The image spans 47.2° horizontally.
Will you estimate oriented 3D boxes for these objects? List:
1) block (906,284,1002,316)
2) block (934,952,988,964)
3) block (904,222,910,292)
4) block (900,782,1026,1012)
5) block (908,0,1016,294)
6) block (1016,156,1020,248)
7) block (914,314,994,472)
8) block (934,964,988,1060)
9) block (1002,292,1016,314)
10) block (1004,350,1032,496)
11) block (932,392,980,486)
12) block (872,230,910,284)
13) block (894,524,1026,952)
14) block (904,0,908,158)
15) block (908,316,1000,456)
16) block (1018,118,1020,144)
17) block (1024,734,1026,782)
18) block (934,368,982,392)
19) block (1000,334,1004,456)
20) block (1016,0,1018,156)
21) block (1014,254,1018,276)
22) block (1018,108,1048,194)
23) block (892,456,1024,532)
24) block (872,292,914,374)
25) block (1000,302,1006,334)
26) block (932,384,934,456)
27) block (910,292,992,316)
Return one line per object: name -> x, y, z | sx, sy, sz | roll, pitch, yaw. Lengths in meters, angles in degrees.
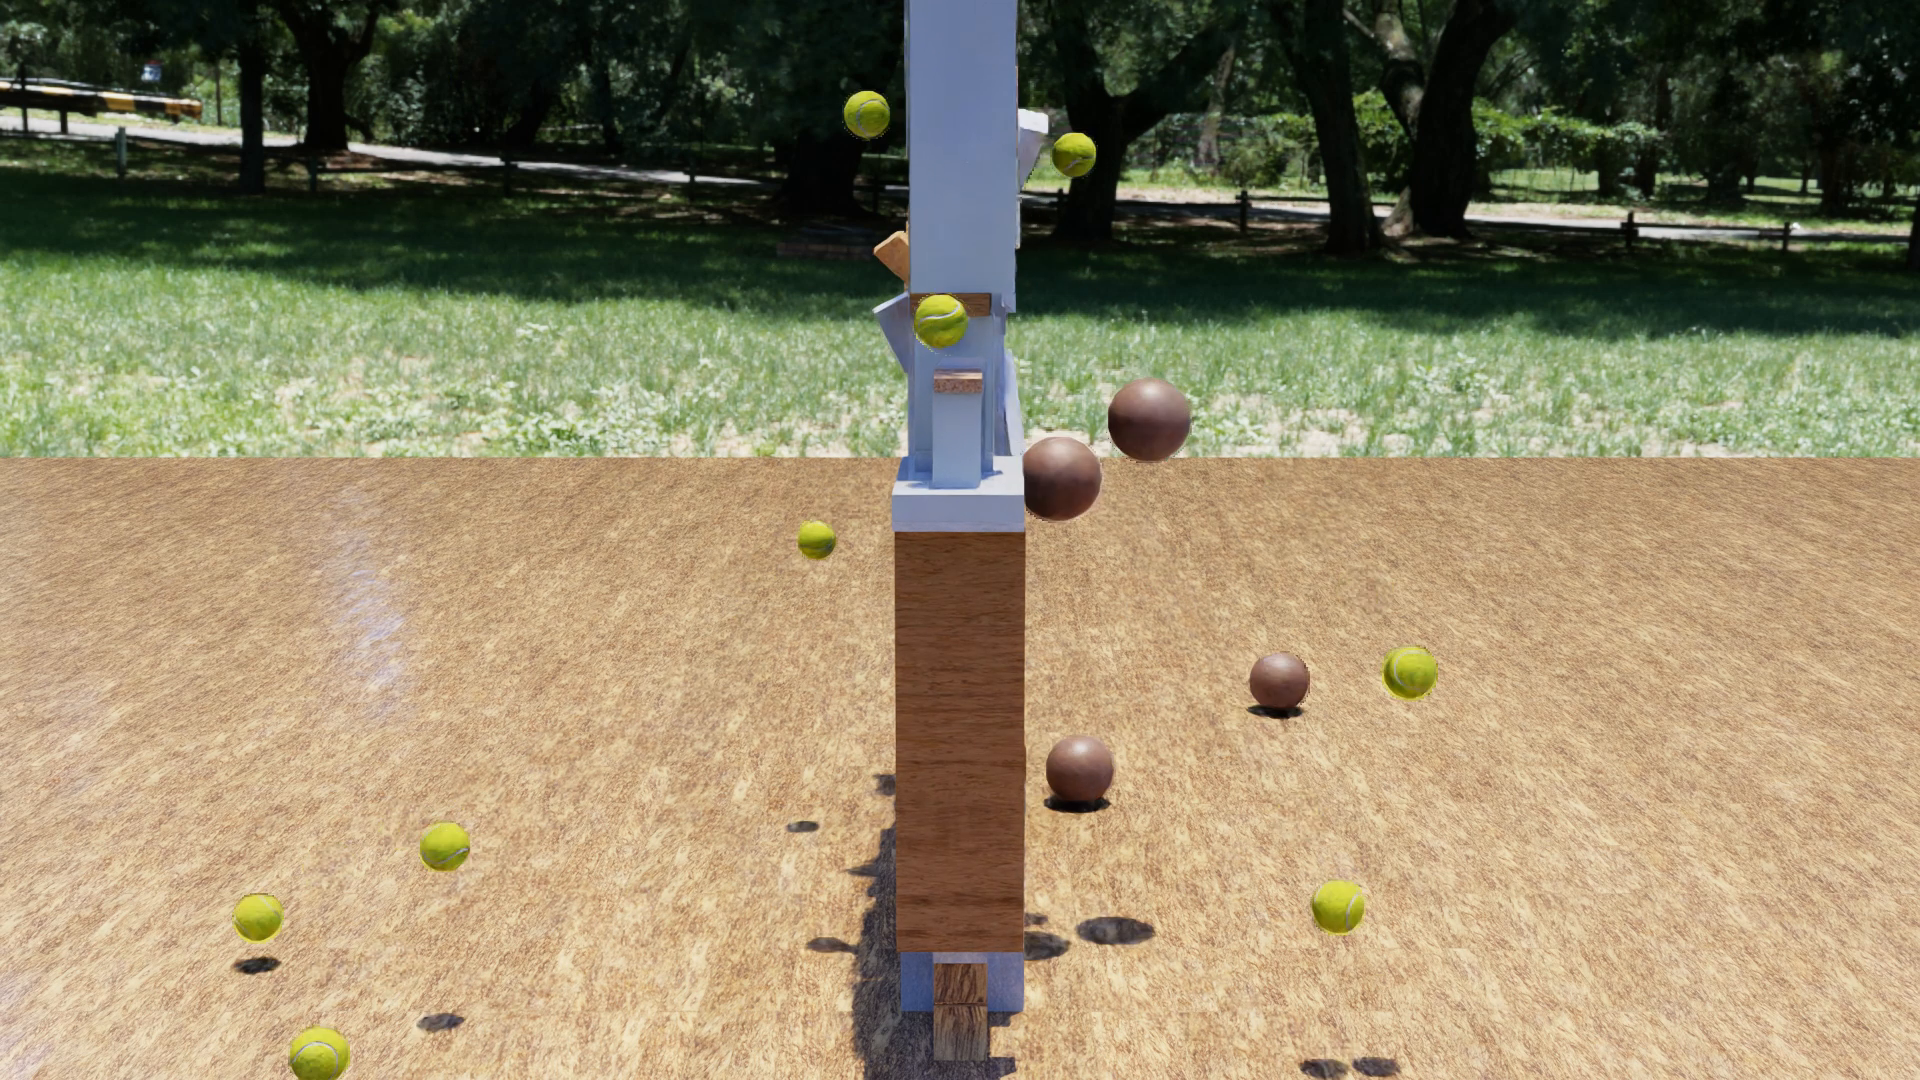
block -> -0.008, -0.383, 3.454 | 0.143, 0.041, 0.286 | 0, 10, 0
block -> 0.000, 0.548, 3.040 | 0.073, 0.021, 0.146 | 0, 11, 0
block -> -0.033, -0.579, 4.109 | 0.131, 0.262, 0.037 | 2, -3, 4
block -> 0.004, 0.502, 3.170 | 0.178, 0.355, 0.050 | 0, 11, 0
block -> 0.002, -0.556, 2.917 | 0.140, 0.453, 0.040 | -1, 10, -4
block -> 0.010, -0.635, 3.339 | 0.148, 0.385, 0.042 | -2, -1, 9
block -> -0.008, -0.201, 2.993 | 0.107, 0.213, 0.030 | 0, 10, 2
block -> 0.000, 0.639, 3.007 | 0.073, 0.146, 0.021 | 0, 11, 0
block -> 0.005, -0.450, 3.930 | 0.131, 0.037, 0.262 | -2, -7, 15
block -> 0.057, -0.205, 4.089 | 0.039, 0.273, 0.136 | 0, -12, -40
block -> -0.004, -0.132, 2.865 | 0.062, 0.124, 0.018 | 0, 7, 0
block -> -0.078, -0.456, 3.655 | 0.062, 0.124, 0.018 | -29, 31, 37
block -> 0.000, 0.264, 2.924 | 0.170, 0.580, 0.048 | 0, 11, 0
block -> -0.006, -0.680, 3.097 | 0.140, 0.279, 0.040 | -2, 9, -9
block -> -0.009, -0.207, 3.405 | 0.143, 0.286, 0.041 | 0, 7, -2
block -> 0.011, -0.738, 3.617 | 0.149, 0.042, 0.298 | -1, -18, 6
block -> 0.004, 0.281, 3.250 | 0.178, 0.050, 0.355 | 0, 11, 0
block -> -0.003, -0.211, 2.896 | 0.062, 0.018, 0.124 | 0, 11, -1
block -> -0.005, -0.192, 3.663 | 0.156, 0.311, 0.044 | 0, 11, -3
block -> 0.006, -0.704, 3.170 | 0.148, 0.297, 0.042 | -4, 12, -18
block -> 0.018, -0.507, 3.877 | 0.149, 0.042, 0.298 | 14, -3, 4
block -> 0.042, -0.663, 3.916 | 0.149, 0.042, 0.298 | 12, -31, -11
block -> 0.000, -0.065, 2.979 | 0.170, 0.048, 0.340 | 0, 11, 1
block -> -0.082, -0.312, 3.316 | 0.058, 0.115, 0.016 | -28, 33, 1
block -> -0.008, -0.386, 3.733 | 0.156, 0.044, 0.311 | 0, 11, -2
block -> -0.005, -0.147, 2.946 | 0.062, 0.124, 0.018 | 0, 7, 1
block -> -0.011, -0.333, 3.039 | 0.107, 0.030, 0.213 | 0, 11, 2
